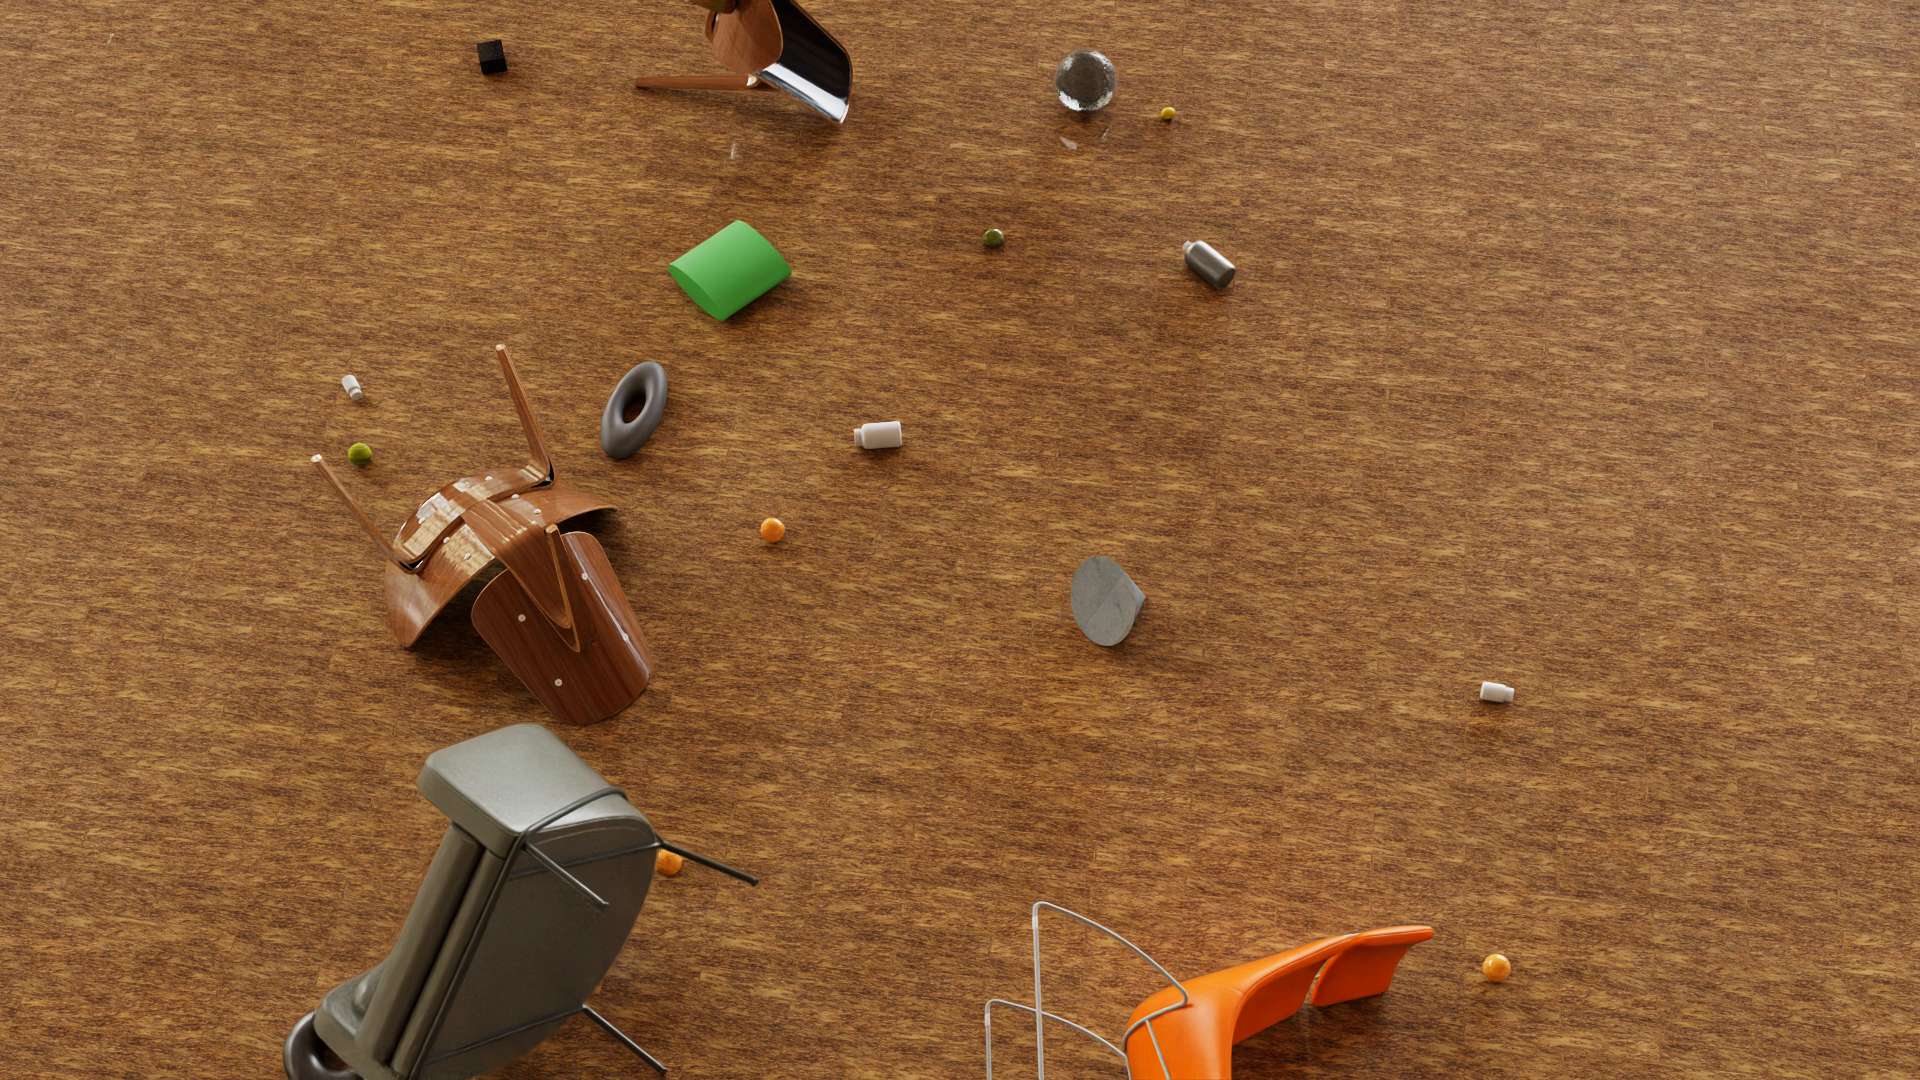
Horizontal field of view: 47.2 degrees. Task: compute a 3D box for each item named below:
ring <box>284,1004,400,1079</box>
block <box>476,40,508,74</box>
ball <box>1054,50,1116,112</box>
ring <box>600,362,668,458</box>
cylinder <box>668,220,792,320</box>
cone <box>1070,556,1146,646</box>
[{"bbox_3d":[-1.584,1.317,5.636,0.306,0.091,0.268,15,56,11],"label":"ring"},{"bbox_3d":[-1.632,-1.683,7.667,0.087,0.061,0.094,-12,57,-8],"label":"block"},{"bbox_3d":[0.428,-1.565,7.498,0.209,0.209,0.209,0,56,0],"label":"ball"},{"bbox_3d":[-1.006,-0.403,6.793,0.171,0.087,0.374,14,58,8],"label":"ring"},{"bbox_3d":[-0.742,-0.871,7.089,0.281,0.115,0.285,-37,65,-22],"label":"cylinder"},{"bbox_3d":[0.479,0.171,6.397,0.188,0.246,0.266,-3,56,-43],"label":"cone"}]
